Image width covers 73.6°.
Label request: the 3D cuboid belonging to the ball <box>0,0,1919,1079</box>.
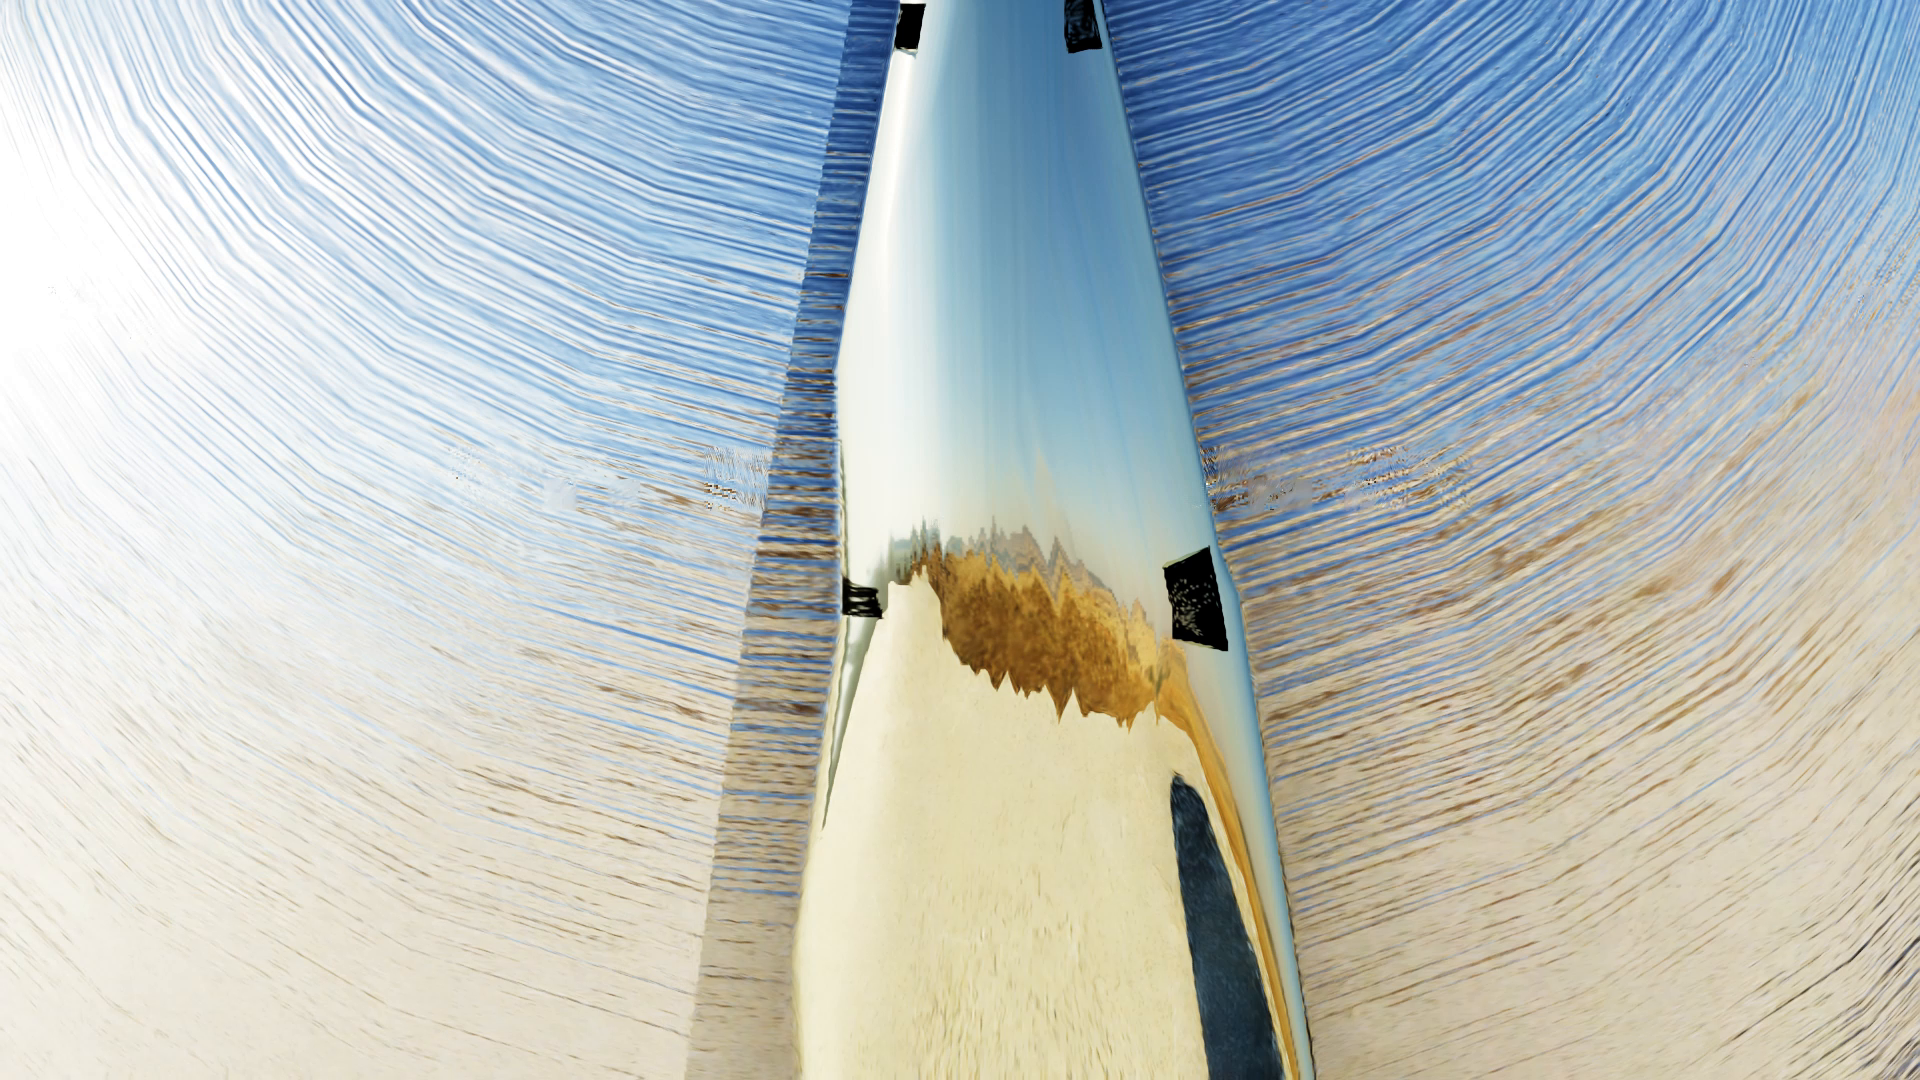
[{"bbox_3d":[0.000,-0.002,0.056,0.080,0.080,0.080,0,4,0],"label":"ball"}]
